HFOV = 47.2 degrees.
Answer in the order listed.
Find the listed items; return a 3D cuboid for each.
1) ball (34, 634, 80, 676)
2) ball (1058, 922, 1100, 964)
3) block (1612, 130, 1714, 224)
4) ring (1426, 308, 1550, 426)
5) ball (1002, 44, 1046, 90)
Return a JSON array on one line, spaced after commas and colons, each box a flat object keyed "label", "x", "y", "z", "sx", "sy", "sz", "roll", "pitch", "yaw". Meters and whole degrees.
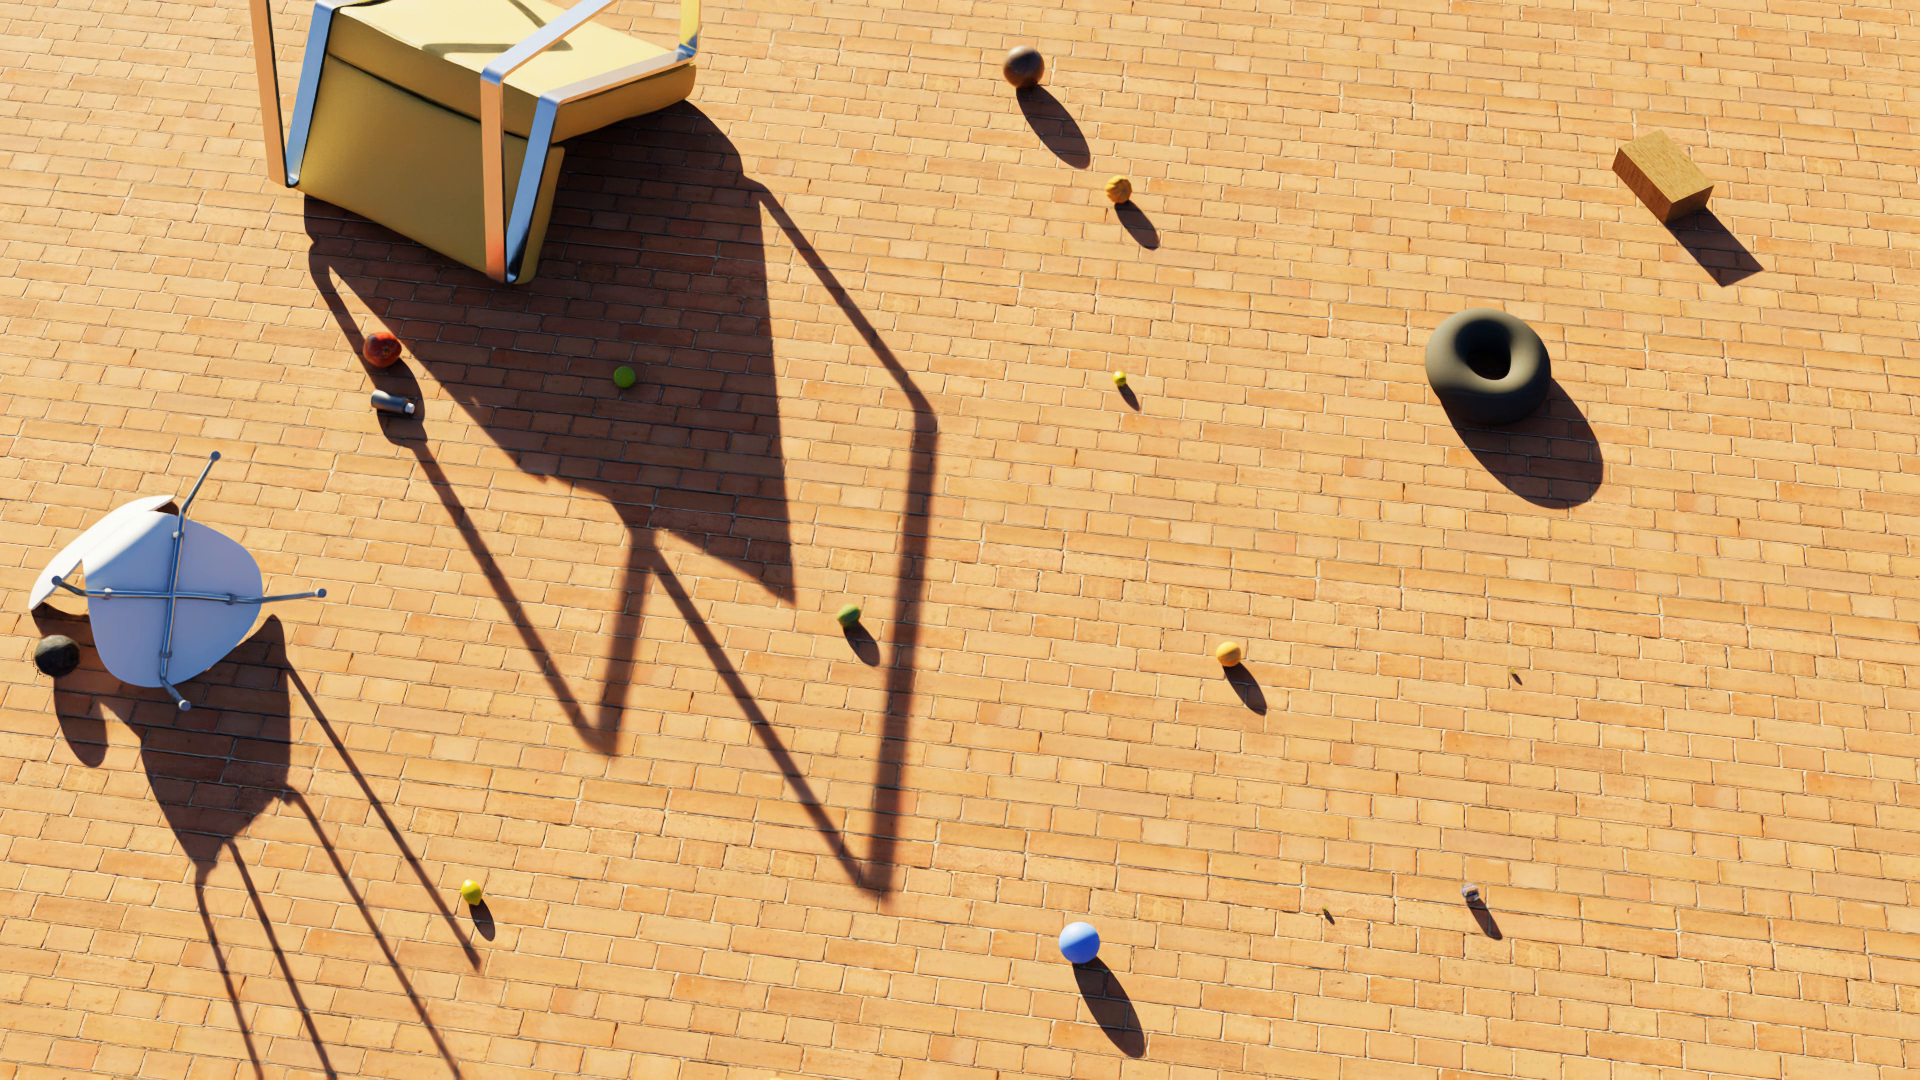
[{"label": "ball", "x": -2.578, "y": 0.331, "z": 6.279, "sx": 0.120, "sy": 0.120, "sz": 0.120, "roll": 0, "pitch": 56, "yaw": 0}, {"label": "ball", "x": 0.315, "y": 1.062, "z": 5.796, "sx": 0.109, "sy": 0.109, "sz": 0.109, "roll": 0, "pitch": 56, "yaw": 0}, {"label": "block", "x": 2.339, "y": -1.211, "z": 7.324, "sx": 0.175, "sy": 0.104, "sz": 0.284, "roll": -24, "pitch": 59, "yaw": -15}, {"label": "ring", "x": 1.647, "y": -0.543, "z": 6.861, "sx": 0.391, "sy": 0.132, "sz": 0.431, "roll": 0, "pitch": 57, "yaw": -1}, {"label": "ball", "x": 0.219, "y": -1.630, "z": 7.579, "sx": 0.149, "sy": 0.149, "sz": 0.149, "roll": 0, "pitch": 56, "yaw": 0}]
